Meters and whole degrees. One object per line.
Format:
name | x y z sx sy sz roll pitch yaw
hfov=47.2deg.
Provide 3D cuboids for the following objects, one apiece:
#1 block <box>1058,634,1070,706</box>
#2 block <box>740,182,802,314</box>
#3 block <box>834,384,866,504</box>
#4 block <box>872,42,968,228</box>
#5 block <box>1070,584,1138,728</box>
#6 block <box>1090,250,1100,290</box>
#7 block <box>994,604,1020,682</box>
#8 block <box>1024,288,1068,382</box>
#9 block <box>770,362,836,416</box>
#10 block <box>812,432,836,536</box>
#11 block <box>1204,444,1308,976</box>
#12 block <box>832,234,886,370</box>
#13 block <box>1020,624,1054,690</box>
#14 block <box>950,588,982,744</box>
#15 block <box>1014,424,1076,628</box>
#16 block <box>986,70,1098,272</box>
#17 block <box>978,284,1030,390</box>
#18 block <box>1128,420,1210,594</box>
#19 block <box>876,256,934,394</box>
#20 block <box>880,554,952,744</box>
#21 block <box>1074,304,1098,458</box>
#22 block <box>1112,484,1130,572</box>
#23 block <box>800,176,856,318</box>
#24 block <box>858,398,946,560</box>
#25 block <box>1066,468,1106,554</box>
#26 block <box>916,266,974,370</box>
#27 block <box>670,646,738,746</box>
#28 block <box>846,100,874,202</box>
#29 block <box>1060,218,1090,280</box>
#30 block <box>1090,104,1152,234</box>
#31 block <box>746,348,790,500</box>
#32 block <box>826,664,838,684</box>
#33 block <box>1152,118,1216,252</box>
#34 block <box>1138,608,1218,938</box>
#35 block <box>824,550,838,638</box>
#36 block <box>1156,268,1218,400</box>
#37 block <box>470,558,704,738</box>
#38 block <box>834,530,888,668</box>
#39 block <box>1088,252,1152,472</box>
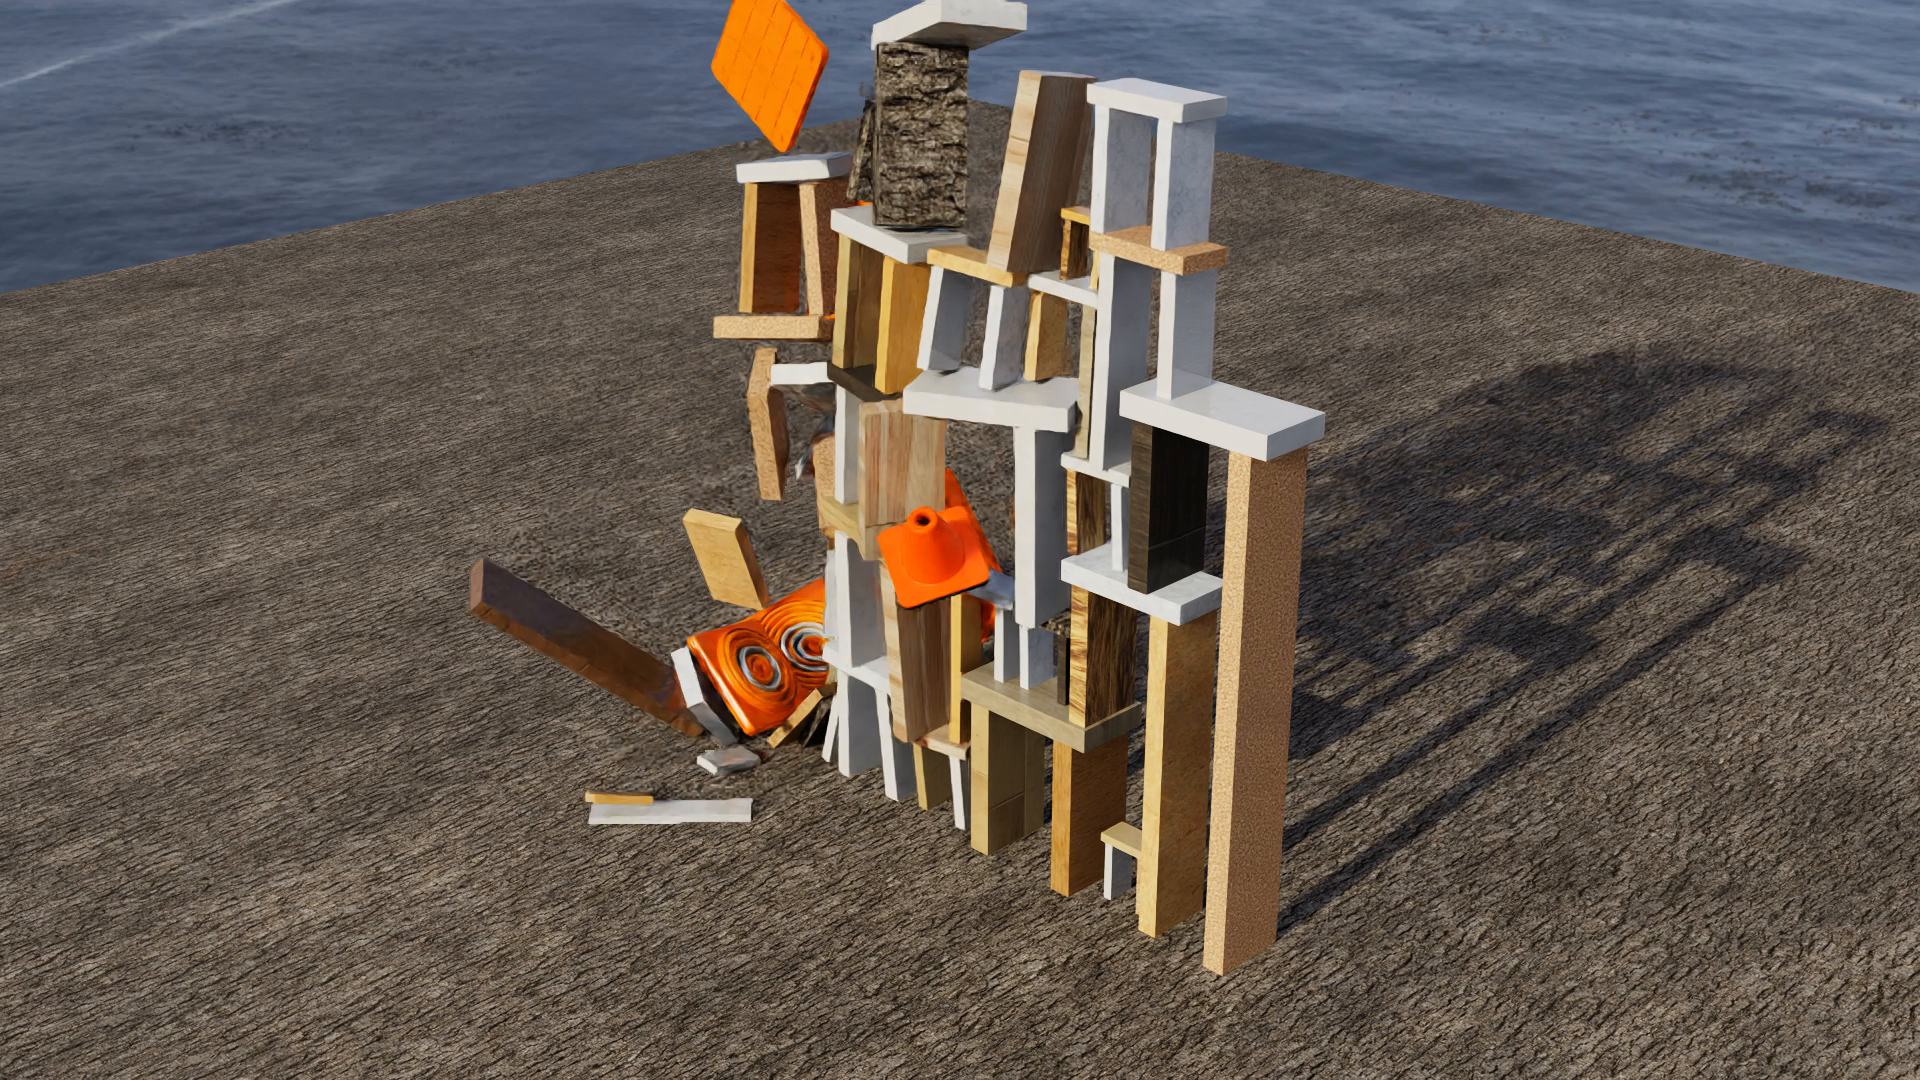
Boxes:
block | 0.213 0.231 4.097 0.020 0.142 0.071 20 30 40
block | -0.375 -0.582 4.380 0.036 0.253 0.126 14 16 40
block | -0.181 -0.198 4.310 0.123 0.247 0.035 -13 29 -29
block | -0.071 -0.728 3.966 0.161 0.322 0.046 0 5 -17
block | 0.263 0.192 4.019 0.039 0.275 0.138 21 31 41
block | 0.251 -0.486 3.784 0.015 0.104 0.052 19 23 36
block | 0.101 0.185 4.186 0.022 0.157 0.079 21 31 41
block | 0.155 -0.377 3.943 0.024 0.173 0.086 15 19 33
block | -0.259 -0.307 4.492 0.145 0.041 0.290 -1 -10 21
block | -0.237 -0.117 4.524 0.116 0.033 0.232 -2 58 -9
block | 0.508 0.295 3.797 0.044 0.991 0.155 21 31 41
block | -0.171 -0.462 4.186 0.130 0.261 0.037 -14 31 -34
block | 0.145 0.205 4.157 0.020 0.142 0.071 21 32 41
block | 0.011 0.233 4.277 0.022 0.332 0.079 14 28 27
block | 0.162 -0.048 4.017 0.044 0.394 0.154 16 29 33
block | 0.143 -0.638 3.810 0.046 0.338 0.161 23 22 36
block | 0.079 -0.366 3.899 0.026 0.185 0.093 19 25 27
block | 0.361 -0.075 3.799 0.155 0.310 0.044 -21 31 -41
block | -0.082 -0.403 4.060 0.131 0.261 0.037 -10 32 -27
block | -0.074 0.201 4.307 0.145 0.381 0.041 -24 33 -34
block | 0.242 -0.288 3.875 0.024 0.278 0.086 14 23 30
block | 0.303 -0.032 3.889 0.022 0.158 0.079 17 27 42
block | -0.248 -0.569 4.261 0.036 0.253 0.126 9 21 35
block | -0.108 -0.115 4.071 0.154 0.309 0.044 -9 33 -16
block | 0.228 -0.061 3.958 0.022 0.158 0.079 17 27 42
block | -0.026 -0.400 3.966 0.026 0.185 0.093 18 15 35
block | -0.536 0.331 4.626 0.037 0.259 0.130 -22 64 1
block | -0.151 -0.725 4.118 0.091 0.183 0.026 1 18 -39
block | 0.200 -0.508 3.827 0.015 0.104 0.052 19 23 39
block | 0.271 -0.628 3.688 0.106 0.212 0.030 -18 29 -39
block | -0.393 -0.237 4.522 0.041 0.290 0.145 2 46 5
block | -0.211 0.204 4.710 0.096 0.274 0.027 19 28 7
block | 0.365 -0.586 3.591 0.106 0.212 0.030 -18 29 -39
block | 0.393 0.411 3.971 0.039 0.641 0.138 21 31 41
block | -0.226 0.108 4.486 0.096 0.192 0.027 -2 29 -11
block | 0.378 -0.351 3.663 0.107 0.214 0.030 -21 30 -41
block | -0.775 0.232 4.622 0.600 0.037 0.130 35 29 -34
block | -0.177 0.101 4.415 0.145 0.290 0.041 -20 31 -35
block | 0.279 -0.317 3.802 0.030 0.388 0.107 21 29 39
